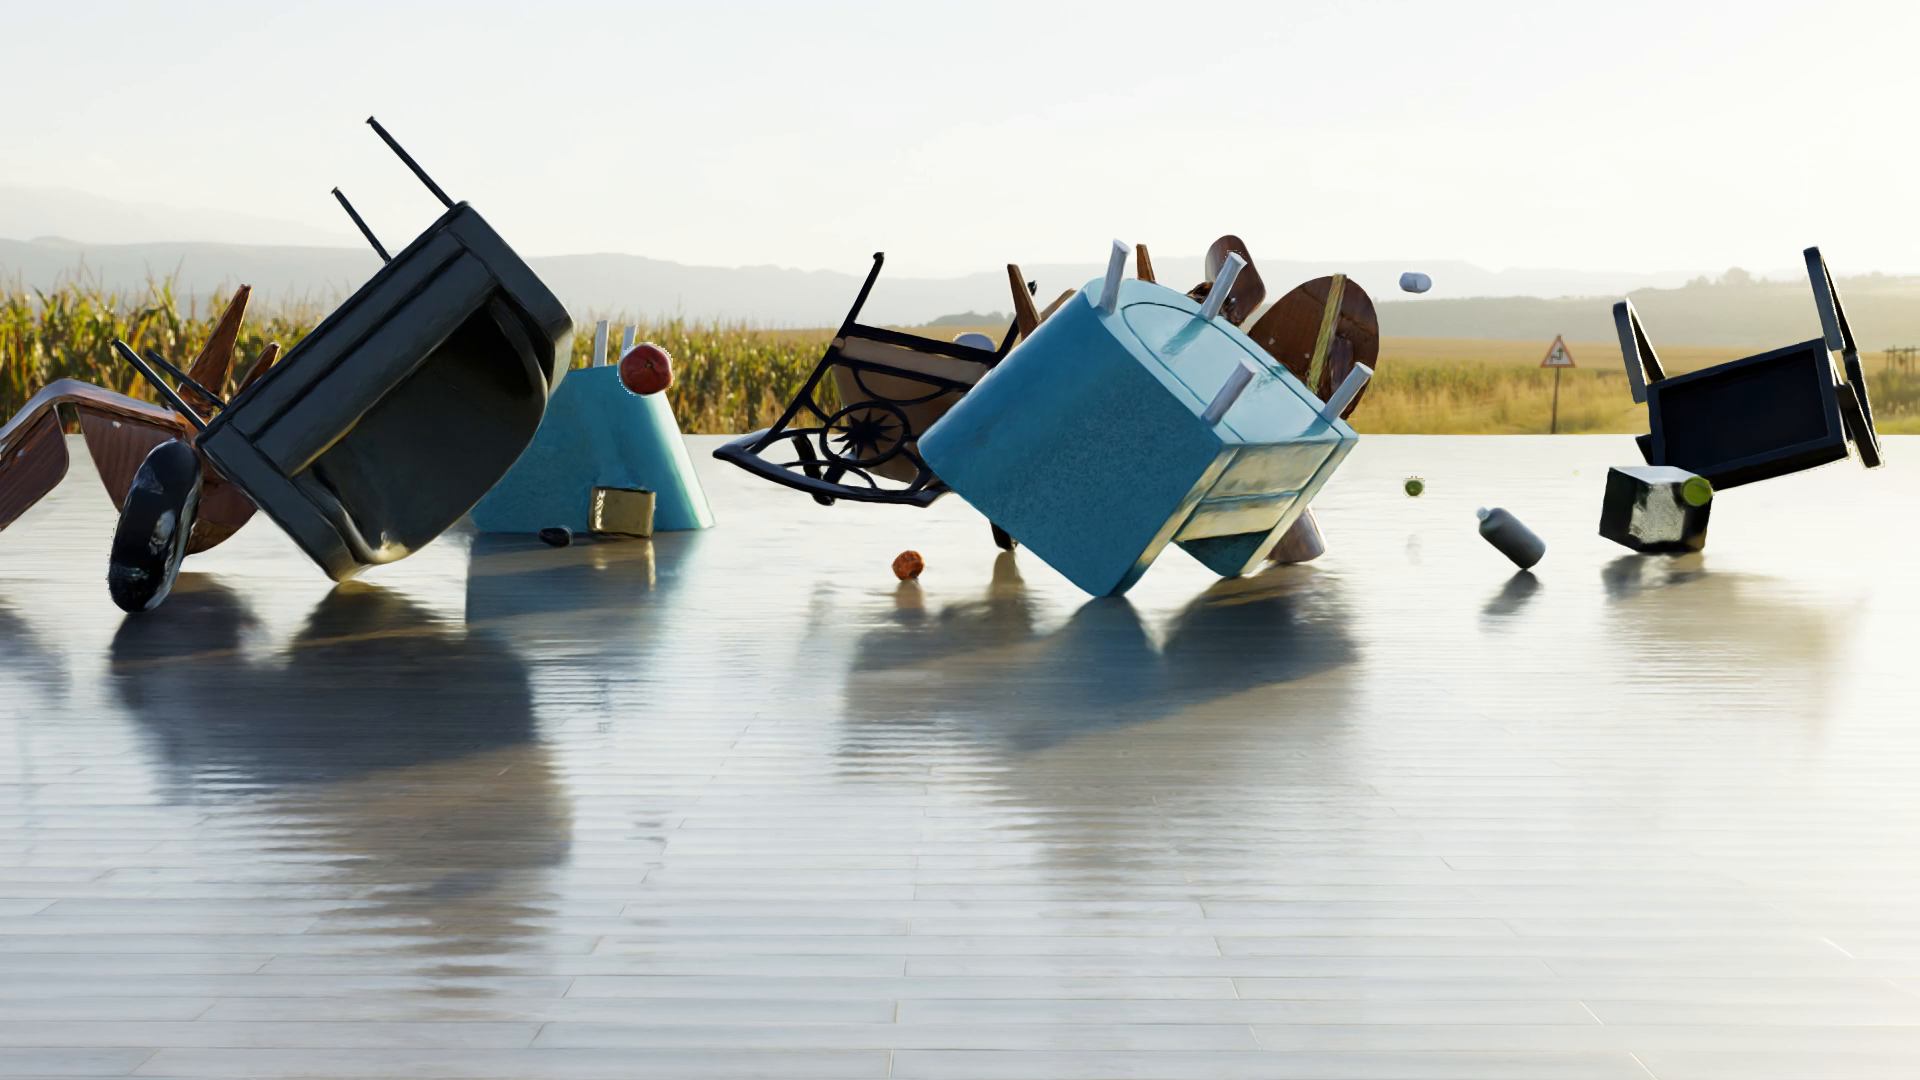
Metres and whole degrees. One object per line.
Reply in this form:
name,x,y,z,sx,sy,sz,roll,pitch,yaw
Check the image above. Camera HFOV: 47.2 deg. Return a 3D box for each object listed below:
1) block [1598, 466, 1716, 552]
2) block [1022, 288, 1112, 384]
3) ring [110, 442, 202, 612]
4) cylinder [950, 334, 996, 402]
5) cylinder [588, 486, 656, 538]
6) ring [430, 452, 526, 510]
block,1.939,-0.088,6.127,0.219,0.197,0.183,-2,17,-21
block,0.293,-0.558,6.031,0.141,0.138,0.216,23,-35,-24
ring,-1.586,-0.023,4.337,0.104,0.375,0.262,19,24,-9
cylinder,0.046,-0.585,7.466,0.150,0.155,0.175,13,-35,12
cylinder,-1.012,-0.083,6.580,0.194,0.131,0.170,7,-5,-30
ring,-1.781,-0.220,8.146,0.358,0.082,0.402,-36,-14,34
